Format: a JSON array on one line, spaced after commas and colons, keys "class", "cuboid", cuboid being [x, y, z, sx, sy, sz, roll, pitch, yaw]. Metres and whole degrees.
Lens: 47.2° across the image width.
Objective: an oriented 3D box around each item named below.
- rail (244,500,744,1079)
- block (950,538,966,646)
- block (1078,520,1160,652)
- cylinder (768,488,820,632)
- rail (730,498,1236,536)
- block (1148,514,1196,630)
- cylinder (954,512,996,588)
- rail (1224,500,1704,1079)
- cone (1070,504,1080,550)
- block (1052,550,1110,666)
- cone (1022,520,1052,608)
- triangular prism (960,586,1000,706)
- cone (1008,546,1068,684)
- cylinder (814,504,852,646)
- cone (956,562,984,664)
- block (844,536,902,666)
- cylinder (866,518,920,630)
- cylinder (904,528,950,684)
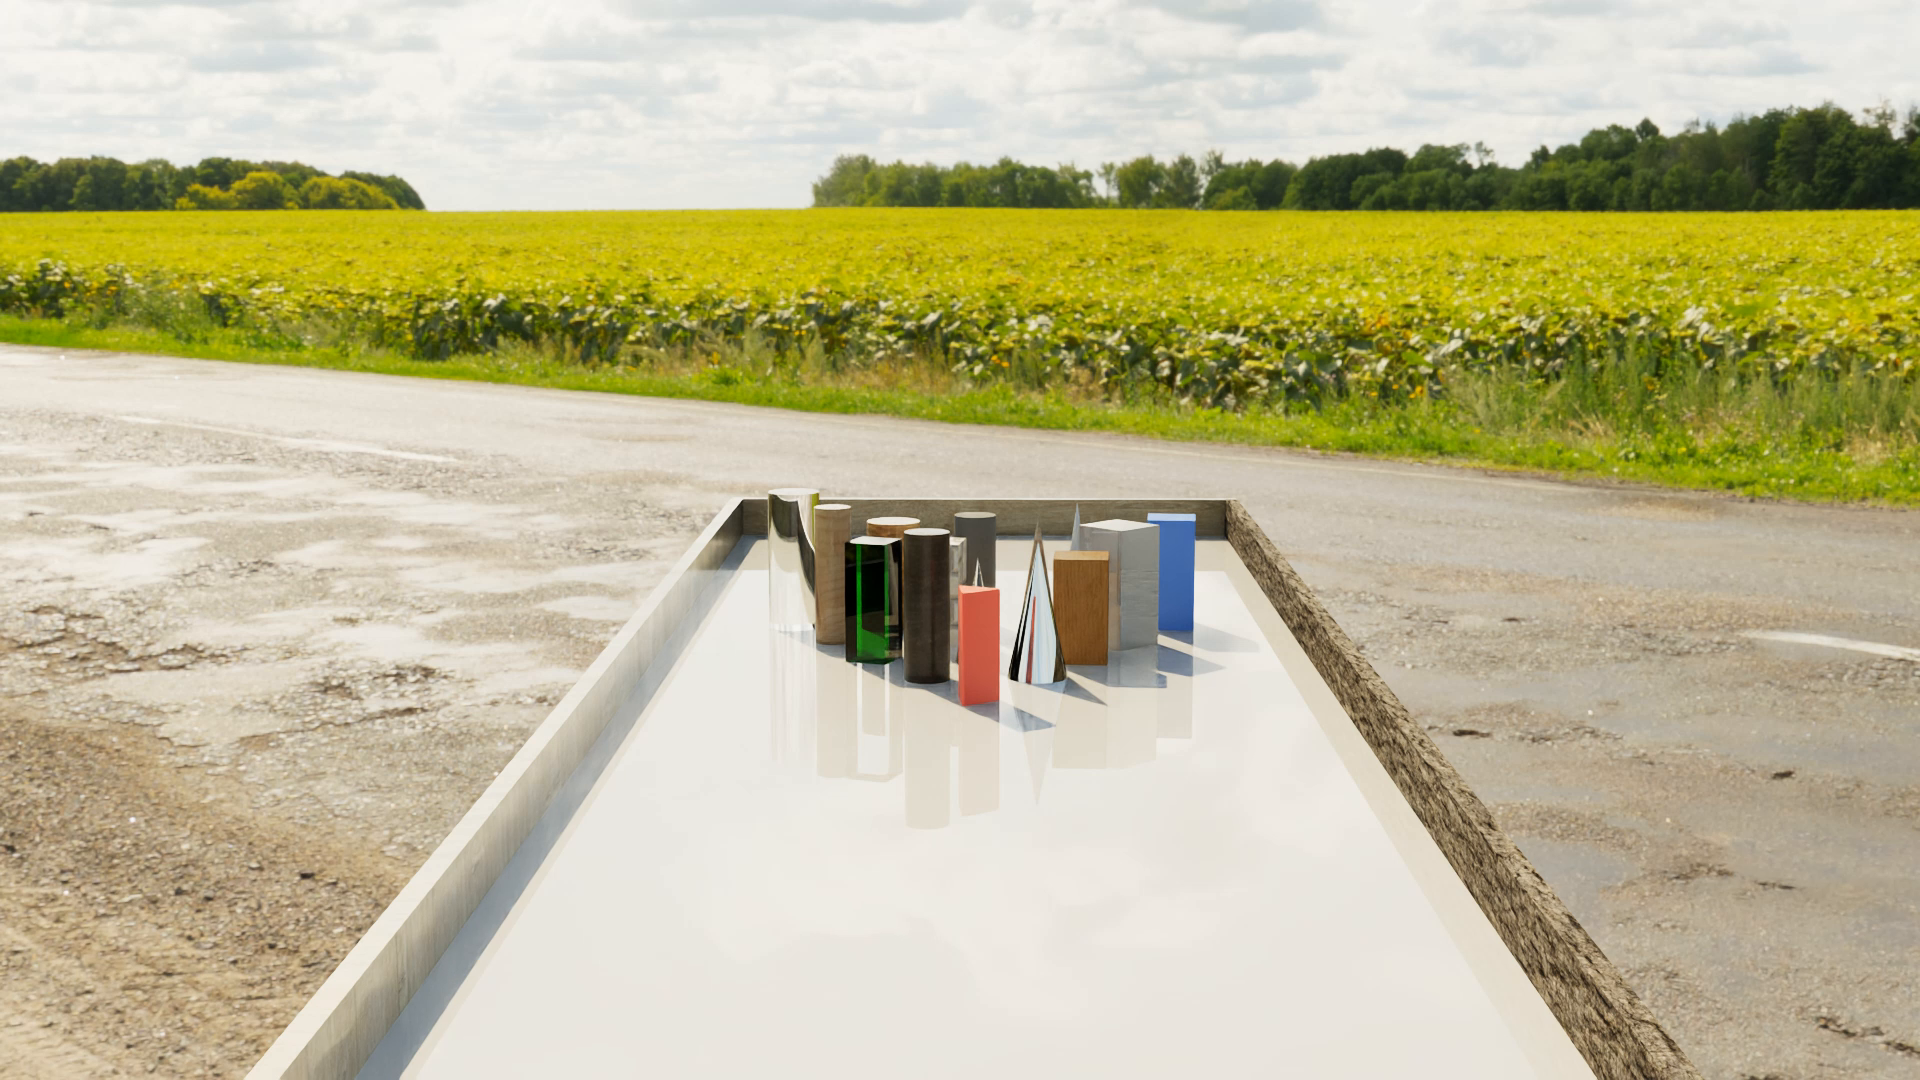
[{"class": "rail", "cuboid": [-1.004, 0.839, 3.234, 0.050, 0.150, 12.000, 0, 9, 1]}, {"class": "block", "cuboid": [-0.065, 0.162, 6.957, 0.149, 0.323, 0.149, 2, 9, 10]}, {"class": "block", "cuboid": [0.499, 0.140, 6.919, 0.178, 0.378, 0.178, -9, 12, -44]}, {"class": "cylinder", "cuboid": [-0.542, 0.063, 7.189, 0.168, 0.446, 0.168, 0, 9, 0]}, {"class": "rail", "cuboid": [0.099, -0.098, 9.147, 2.100, 0.150, 0.050, 0, 9, 1]}, {"class": "block", "cuboid": [0.690, 0.104, 7.203, 0.155, 0.361, 0.155, 1, 9, 6]}, {"class": "cylinder", "cuboid": [0.049, 0.100, 7.203, 0.137, 0.368, 0.137, 0, 9, 0]}, {"class": "rail", "cuboid": [1.046, 0.843, 3.208, 0.050, 0.150, 12.000, 0, 9, 1]}, {"class": "cone", "cuboid": [0.381, 0.081, 7.166, 0.121, 0.418, 0.121, 0, 9, 0]}, {"class": "block", "cuboid": [0.368, 0.205, 6.686, 0.165, 0.322, 0.165, 1, 9, 4]}, {"class": "cone", "cuboid": [0.245, 0.125, 6.909, 0.136, 0.410, 0.136, 0, 9, 0]}, {"class": "triangular prism", "cuboid": [0.029, 0.291, 6.156, 0.125, 0.317, 0.108, -6, 11, -35]}, {"class": "cone", "cuboid": [0.228, 0.204, 6.438, 0.179, 0.402, 0.179, 0, 9, 0]}, {"class": "cylinder", "cuboid": [-0.401, 0.109, 6.946, 0.116, 0.431, 0.116, 0, 9, 0]}, {"class": "cone", "cuboid": [0.054, 0.210, 6.661, 0.136, 0.320, 0.136, 0, 9, 0]}, {"class": "block", "cuboid": [-0.262, 0.183, 6.685, 0.131, 0.366, 0.131, 4, 10, 22]}, {"class": "cylinder", "cuboid": [-0.218, 0.108, 7.221, 0.175, 0.346, 0.175, 0, 9, 0]}, {"class": "cylinder", "cuboid": [-0.096, 0.192, 6.406, 0.134, 0.436, 0.134, 0, 9, 0]}]
